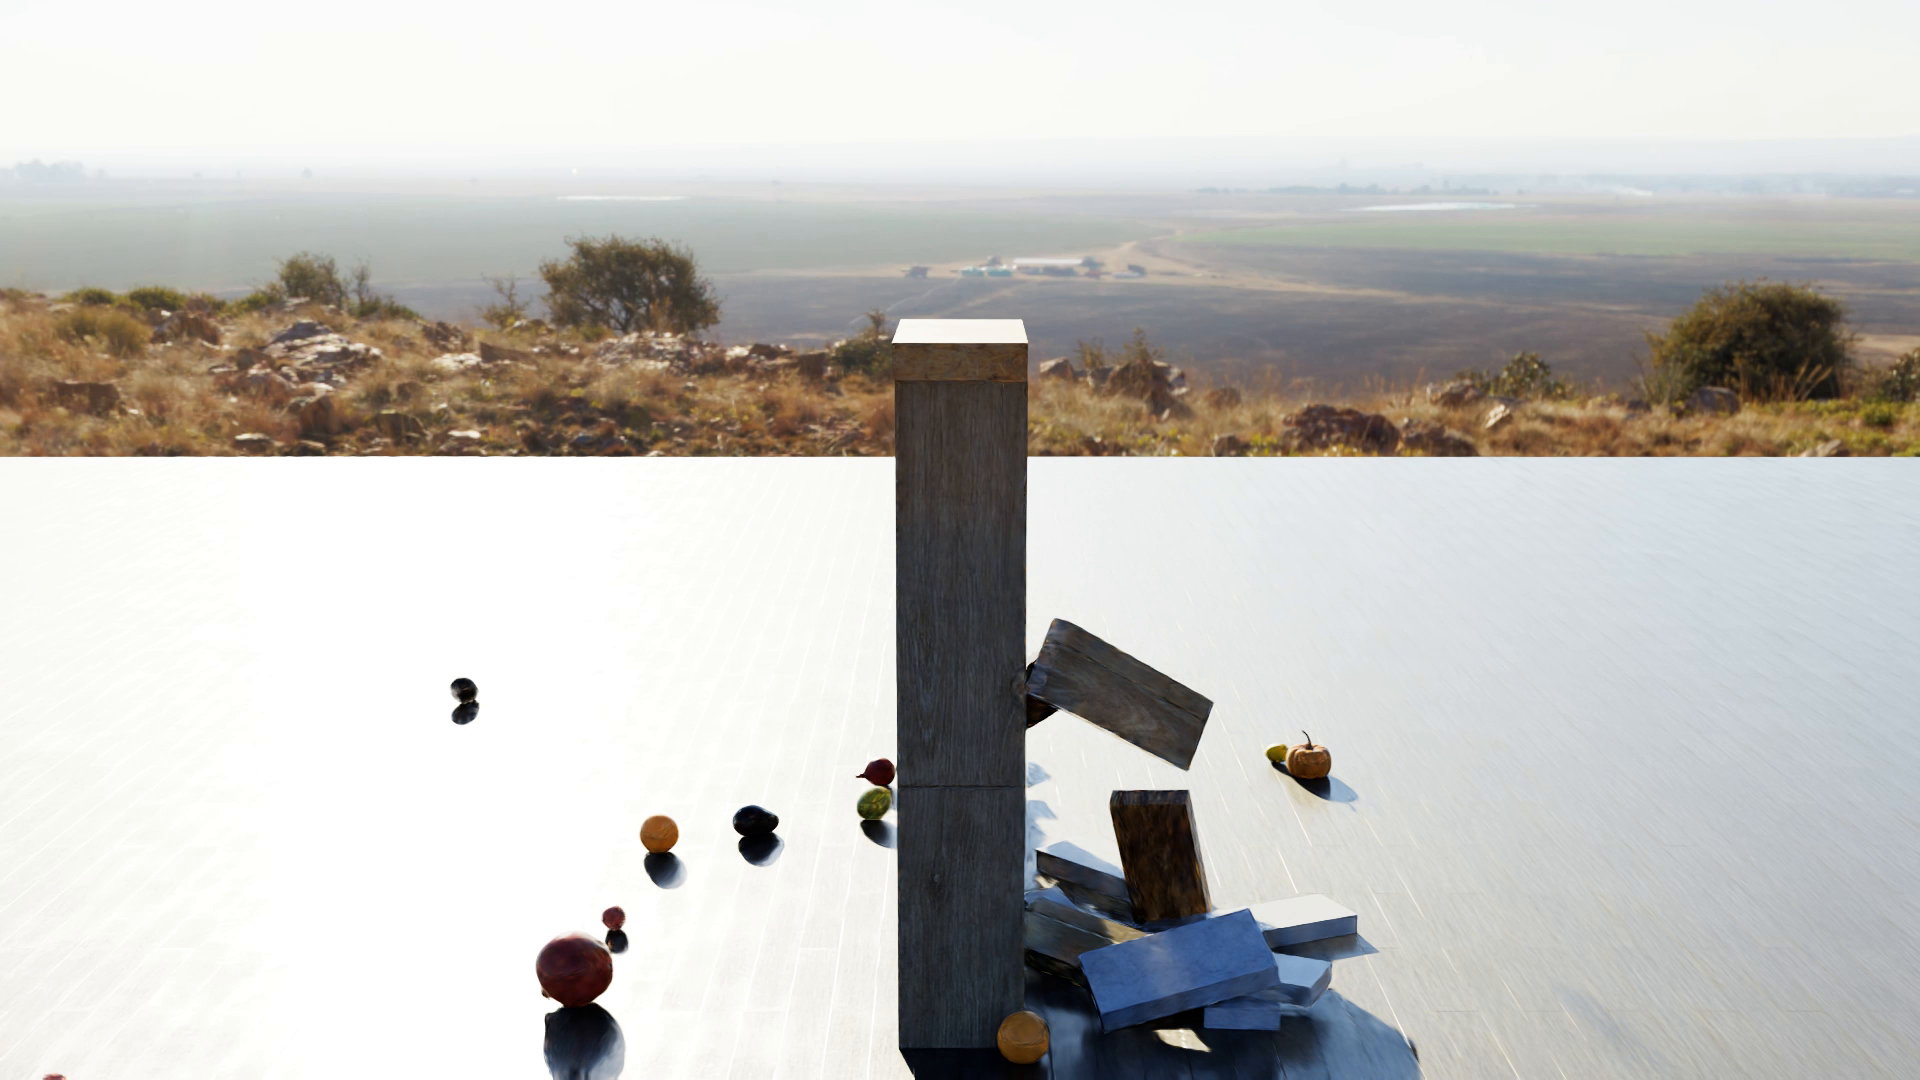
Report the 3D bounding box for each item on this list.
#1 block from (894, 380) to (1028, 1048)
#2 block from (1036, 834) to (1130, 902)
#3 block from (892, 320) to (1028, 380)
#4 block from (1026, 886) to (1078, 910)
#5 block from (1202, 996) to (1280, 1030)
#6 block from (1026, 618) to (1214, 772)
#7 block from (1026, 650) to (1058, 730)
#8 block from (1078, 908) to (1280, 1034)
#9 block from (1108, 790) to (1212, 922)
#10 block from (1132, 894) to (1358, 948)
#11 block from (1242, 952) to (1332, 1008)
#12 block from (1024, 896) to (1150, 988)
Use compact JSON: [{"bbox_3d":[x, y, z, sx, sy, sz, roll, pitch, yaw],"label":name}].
[{"bbox_3d":[0.001,0.242,2.990,0.175,0.933,0.050,0,11,-1],"label":"block"},{"bbox_3d":[0.266,0.559,3.734,0.130,0.037,0.260,-9,14,-41],"label":"block"},{"bbox_3d":[0.001,-0.262,3.014,0.175,0.050,0.350,0,11,0],"label":"block"},{"bbox_3d":[0.149,0.588,3.468,0.063,0.018,0.125,-11,21,-18],"label":"block"},{"bbox_3d":[0.408,0.659,3.216,0.107,0.030,0.213,1,11,5],"label":"block"},{"bbox_3d":[0.272,0.262,3.674,0.037,0.130,0.418,13,-12,46],"label":"block"},{"bbox_3d":[0.136,0.276,4.053,0.224,0.112,0.032,-34,21,29],"label":"block"},{"bbox_3d":[0.313,0.616,3.158,0.260,0.037,0.130,-14,31,-5],"label":"block"},{"bbox_3d":[0.318,0.500,3.472,0.122,0.245,0.035,-3,33,18],"label":"block"},{"bbox_3d":[0.449,0.613,3.464,0.350,0.030,0.107,-5,12,-24],"label":"block"},{"bbox_3d":[0.423,0.630,3.203,0.213,0.030,0.107,5,12,25],"label":"block"},{"bbox_3d":[0.182,0.616,3.319,0.245,0.035,0.122,13,29,37],"label":"block"}]
